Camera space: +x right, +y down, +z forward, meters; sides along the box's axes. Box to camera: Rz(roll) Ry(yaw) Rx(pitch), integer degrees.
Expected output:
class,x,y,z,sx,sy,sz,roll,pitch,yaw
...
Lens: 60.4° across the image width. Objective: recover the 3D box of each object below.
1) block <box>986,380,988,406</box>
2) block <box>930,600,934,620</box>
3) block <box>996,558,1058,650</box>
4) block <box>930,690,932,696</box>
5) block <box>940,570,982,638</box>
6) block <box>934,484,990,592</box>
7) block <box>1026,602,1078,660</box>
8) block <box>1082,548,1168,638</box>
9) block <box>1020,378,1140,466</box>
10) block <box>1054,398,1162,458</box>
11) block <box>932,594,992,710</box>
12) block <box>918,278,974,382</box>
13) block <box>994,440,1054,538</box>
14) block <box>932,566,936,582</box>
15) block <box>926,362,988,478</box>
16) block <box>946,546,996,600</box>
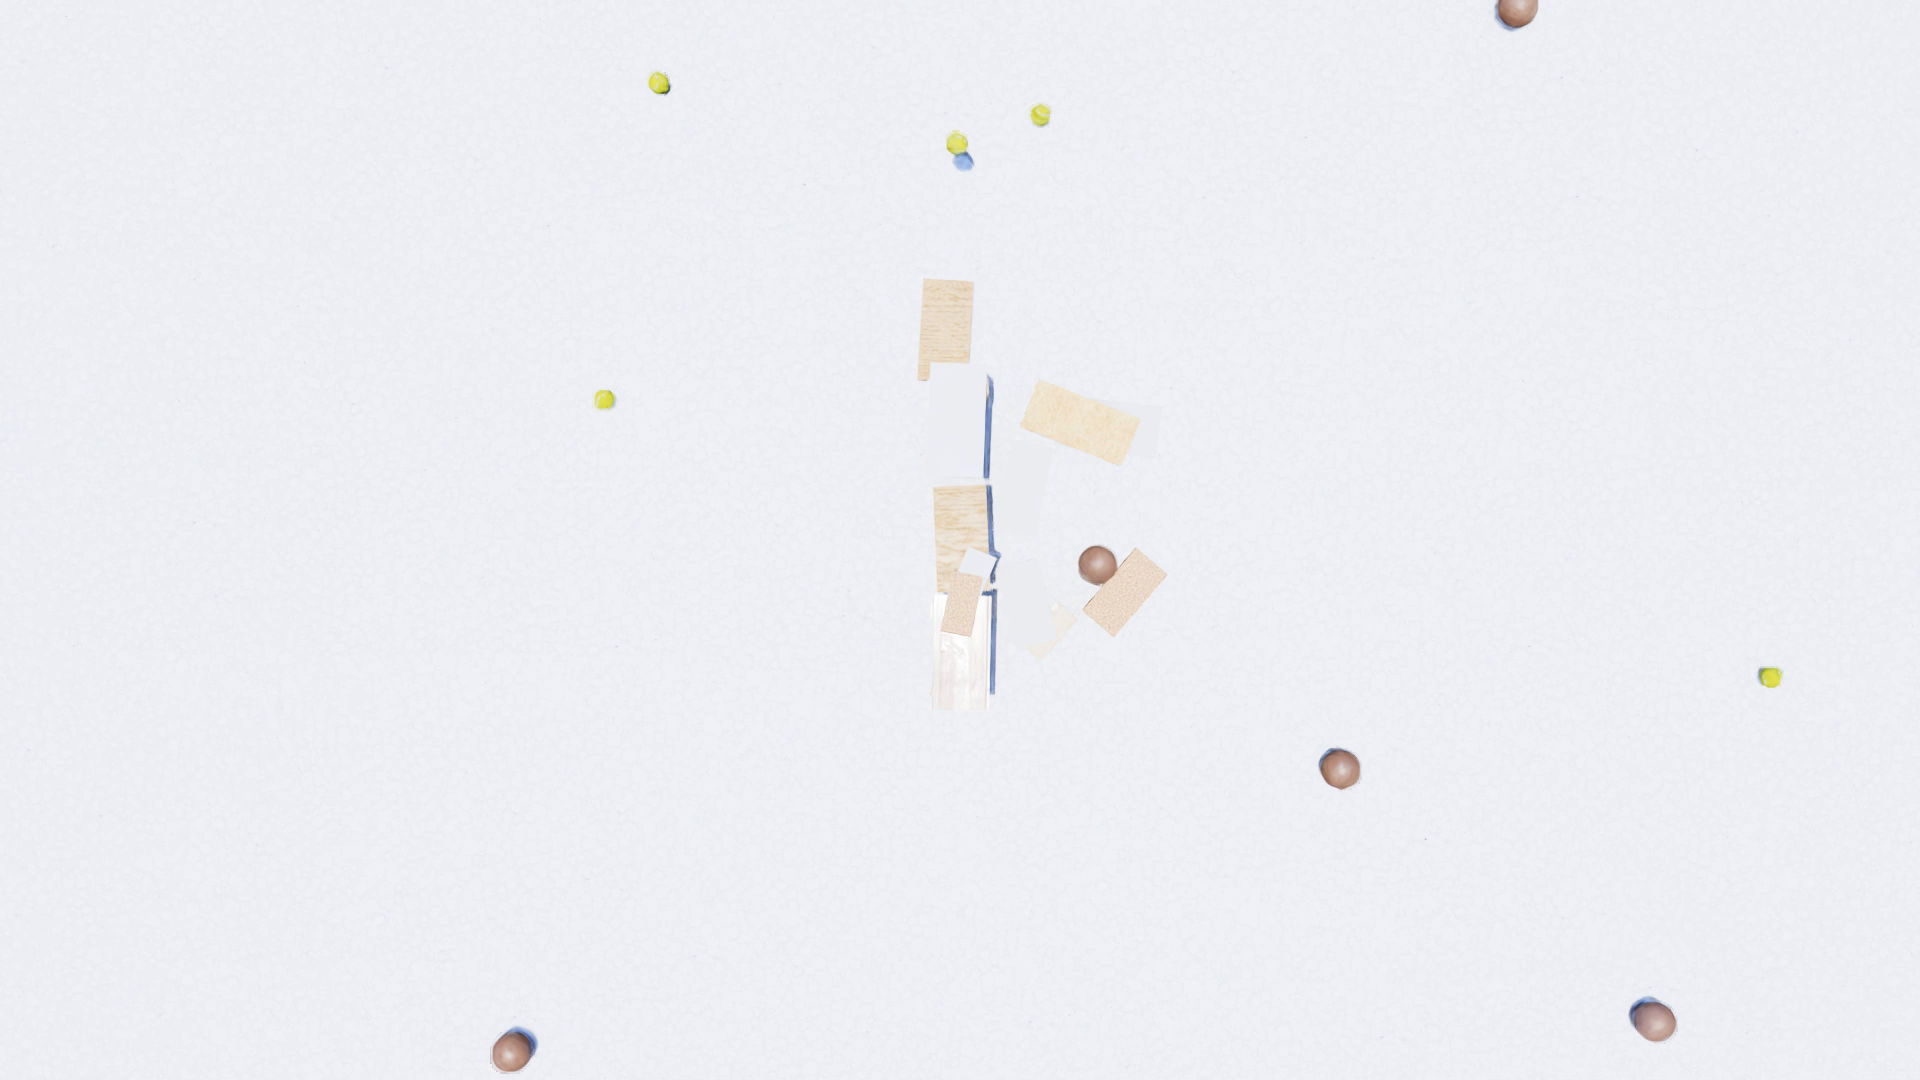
class,x,y,z,sx,sy,sz,roll,pitch,yaw
block,0.002,-0.471,5.324,0.175,0.350,0.050,0,88,0
block,-0.005,0.229,5.323,0.177,0.354,0.050,4,90,0
block,0.223,0.211,5.462,0.138,0.039,0.275,-14,84,4
block,-0.002,0.476,5.323,0.177,0.354,0.050,9,90,0
block,0.005,0.196,5.051,0.094,0.027,0.187,11,80,2
block,0.005,-0.005,5.147,0.165,0.047,0.329,-2,90,0
block,0.295,0.303,5.487,0.094,0.027,0.187,43,90,0
block,0.547,0.174,5.480,0.138,0.039,0.275,41,90,0
block,0.394,-0.386,5.423,0.358,0.047,0.167,21,94,-1
block,0.491,-0.378,5.476,0.335,0.047,0.167,7,90,0
block,0.004,0.349,5.121,0.177,0.050,0.354,1,90,0
block,-0.048,-0.693,5.476,0.167,0.047,0.335,4,90,0
block,0.211,-0.172,5.480,0.138,0.039,0.303,12,90,0
block,-0.002,0.109,5.335,0.165,0.329,0.047,0,90,0
block,-0.010,-0.371,5.124,0.175,0.050,0.350,2,90,0
block,0.033,0.125,5.092,0.094,0.027,0.187,23,80,4
